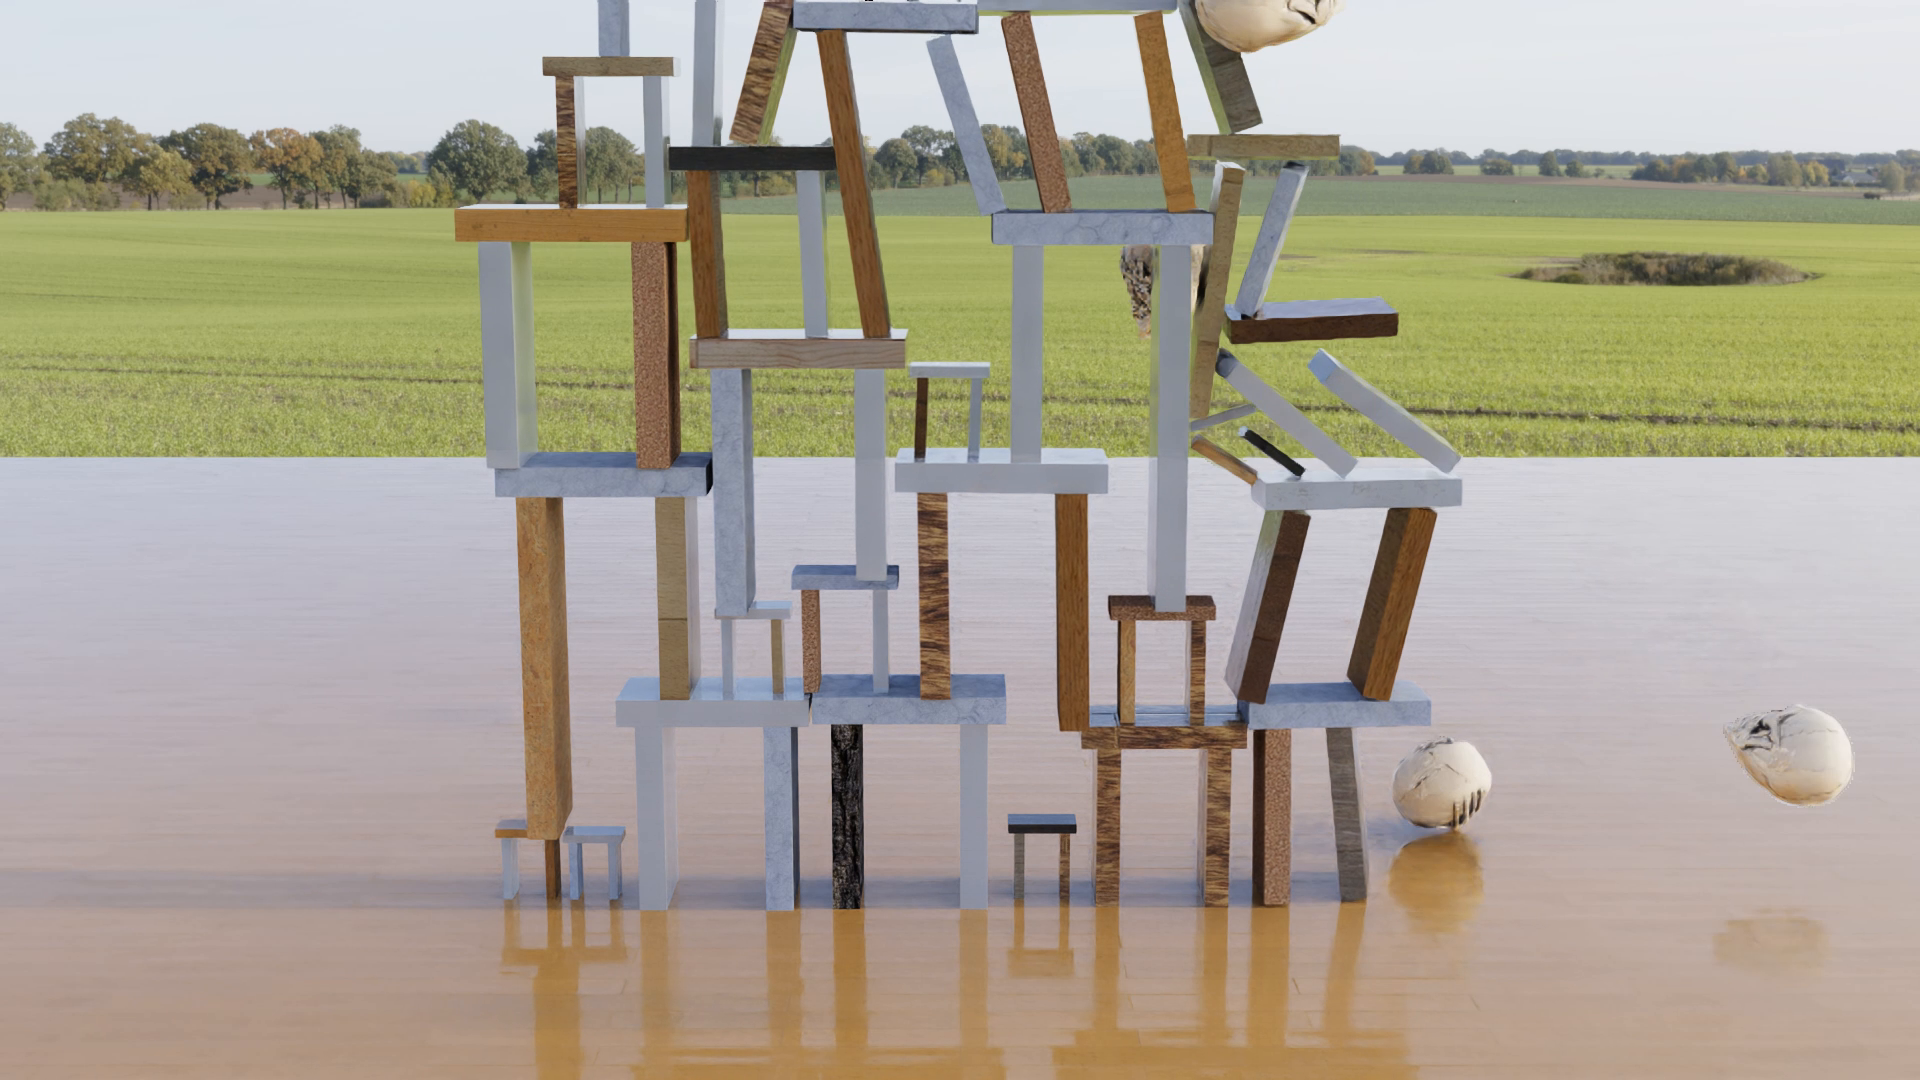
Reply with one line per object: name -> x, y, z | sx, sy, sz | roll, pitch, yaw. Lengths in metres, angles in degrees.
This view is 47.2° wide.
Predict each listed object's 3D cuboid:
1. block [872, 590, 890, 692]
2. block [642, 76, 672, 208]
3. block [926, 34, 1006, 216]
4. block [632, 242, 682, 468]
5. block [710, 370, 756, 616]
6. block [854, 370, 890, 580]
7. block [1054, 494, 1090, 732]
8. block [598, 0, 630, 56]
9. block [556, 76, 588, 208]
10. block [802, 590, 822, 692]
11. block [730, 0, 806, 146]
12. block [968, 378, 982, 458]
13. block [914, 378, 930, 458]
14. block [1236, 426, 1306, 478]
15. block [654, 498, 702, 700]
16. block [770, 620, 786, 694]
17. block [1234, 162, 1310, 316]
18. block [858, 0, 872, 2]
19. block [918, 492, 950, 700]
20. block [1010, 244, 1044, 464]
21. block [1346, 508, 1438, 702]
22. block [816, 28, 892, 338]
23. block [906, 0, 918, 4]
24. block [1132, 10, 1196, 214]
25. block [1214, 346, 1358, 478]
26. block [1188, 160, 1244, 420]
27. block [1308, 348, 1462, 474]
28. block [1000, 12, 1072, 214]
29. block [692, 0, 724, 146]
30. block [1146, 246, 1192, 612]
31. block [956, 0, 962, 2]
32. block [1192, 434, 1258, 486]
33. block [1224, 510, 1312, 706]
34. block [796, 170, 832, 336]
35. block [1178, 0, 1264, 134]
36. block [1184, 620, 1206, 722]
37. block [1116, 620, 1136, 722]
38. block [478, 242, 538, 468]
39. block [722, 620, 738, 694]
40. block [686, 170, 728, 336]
block -> -0.128, 0.156, 3.588 | 0.024, 0.170, 0.085 | 0, 11, 0
block -> -0.473, -0.623, 3.440 | 0.028, 0.201, 0.100 | 0, 11, -1
block -> 0.010, -0.647, 3.432 | 0.039, 0.277, 0.139 | -18, 10, 4
block -> -0.482, -0.302, 3.501 | 0.050, 0.353, 0.176 | 0, 11, -1
block -> -0.364, -0.088, 3.541 | 0.048, 0.393, 0.168 | 0, 10, 0
block -> -0.141, -0.116, 3.536 | 0.048, 0.336, 0.168 | 0, 10, 0
block -> 0.182, 0.102, 3.568 | 0.047, 0.385, 0.167 | -1, 11, 1
block -> -0.535, -0.863, 3.397 | 0.033, 0.230, 0.115 | 1, 11, -1
block -> -0.607, -0.623, 3.438 | 0.028, 0.201, 0.100 | 0, 11, -1
block -> -0.242, 0.156, 3.588 | 0.024, 0.170, 0.085 | -1, 11, 0
block -> -0.261, -0.870, 3.408 | 0.043, 0.520, 0.152 | 16, 11, -1
block -> 0.024, -0.199, 3.514 | 0.018, 0.128, 0.064 | 3, 11, 0
block -> -0.061, -0.199, 3.516 | 0.018, 0.128, 0.064 | 3, 11, 1
block -> 0.504, -0.143, 3.561 | 0.115, 0.016, 0.058 | 35, 4, -7
block -> -0.458, 0.079, 3.578 | 0.047, 0.331, 0.166 | 0, 11, 0
block -> -0.296, 0.183, 3.589 | 0.017, 0.122, 0.061 | -1, 11, 0
block -> 0.485, -0.469, 3.423 | 0.033, 0.230, 0.115 | 21, 20, 9
block -> -0.039, -0.932, 3.389 | 0.303, 0.043, 0.152 | -35, 10, 5
block -> -0.041, 0.075, 3.569 | 0.047, 0.335, 0.167 | -1, 11, 0
block -> 0.105, -0.303, 3.500 | 0.048, 0.339, 0.170 | 0, 11, 1
block -> 0.705, 0.093, 3.600 | 0.044, 0.314, 0.157 | 13, 8, -2
block -> -0.165, -0.559, 3.452 | 0.039, 0.469, 0.139 | -8, 10, 2
block -> -0.027, -0.866, 3.397 | 0.130, 0.018, 0.065 | -29, 10, 4
block -> 0.318, -0.666, 3.430 | 0.043, 0.301, 0.151 | -10, 10, 6
block -> 0.520, -0.206, 3.540 | 0.259, 0.037, 0.130 | 38, 9, -14
block -> 0.399, -0.396, 3.480 | 0.033, 0.394, 0.115 | 7, 15, -1
block -> 0.687, -0.209, 3.567 | 0.259, 0.037, 0.130 | 34, 13, -13
block -> 0.119, -0.666, 3.432 | 0.043, 0.302, 0.151 | -13, 10, 3
block -> -0.389, -0.799, 3.417 | 0.033, 0.368, 0.115 | 3, 10, 0
block -> 0.334, -0.186, 3.525 | 0.048, 0.579, 0.170 | 0, 11, 0
block -> 0.040, -0.881, 3.390 | 0.130, 0.018, 0.065 | -42, 9, 11
block -> 0.429, -0.131, 3.566 | 0.115, 0.016, 0.058 | 32, 14, -3
block -> 0.500, 0.098, 3.594 | 0.044, 0.314, 0.157 | 12, 8, -3
block -> -0.230, -0.456, 3.480 | 0.036, 0.256, 0.128 | -2, 10, 0
block -> 0.341, -0.897, 3.360 | 0.049, 0.564, 0.174 | -19, 9, 4
block -> 0.385, 0.205, 3.597 | 0.024, 0.169, 0.085 | 0, 11, 0
block -> 0.272, 0.206, 3.597 | 0.024, 0.169, 0.085 | 0, 11, 0
block -> -0.717, -0.302, 3.498 | 0.050, 0.353, 0.176 | 0, 11, -1
block -> -0.377, 0.183, 3.590 | 0.017, 0.122, 0.061 | 0, 11, 0
block -> -0.400, -0.456, 3.481 | 0.036, 0.256, 0.128 | -3, 10, 1
